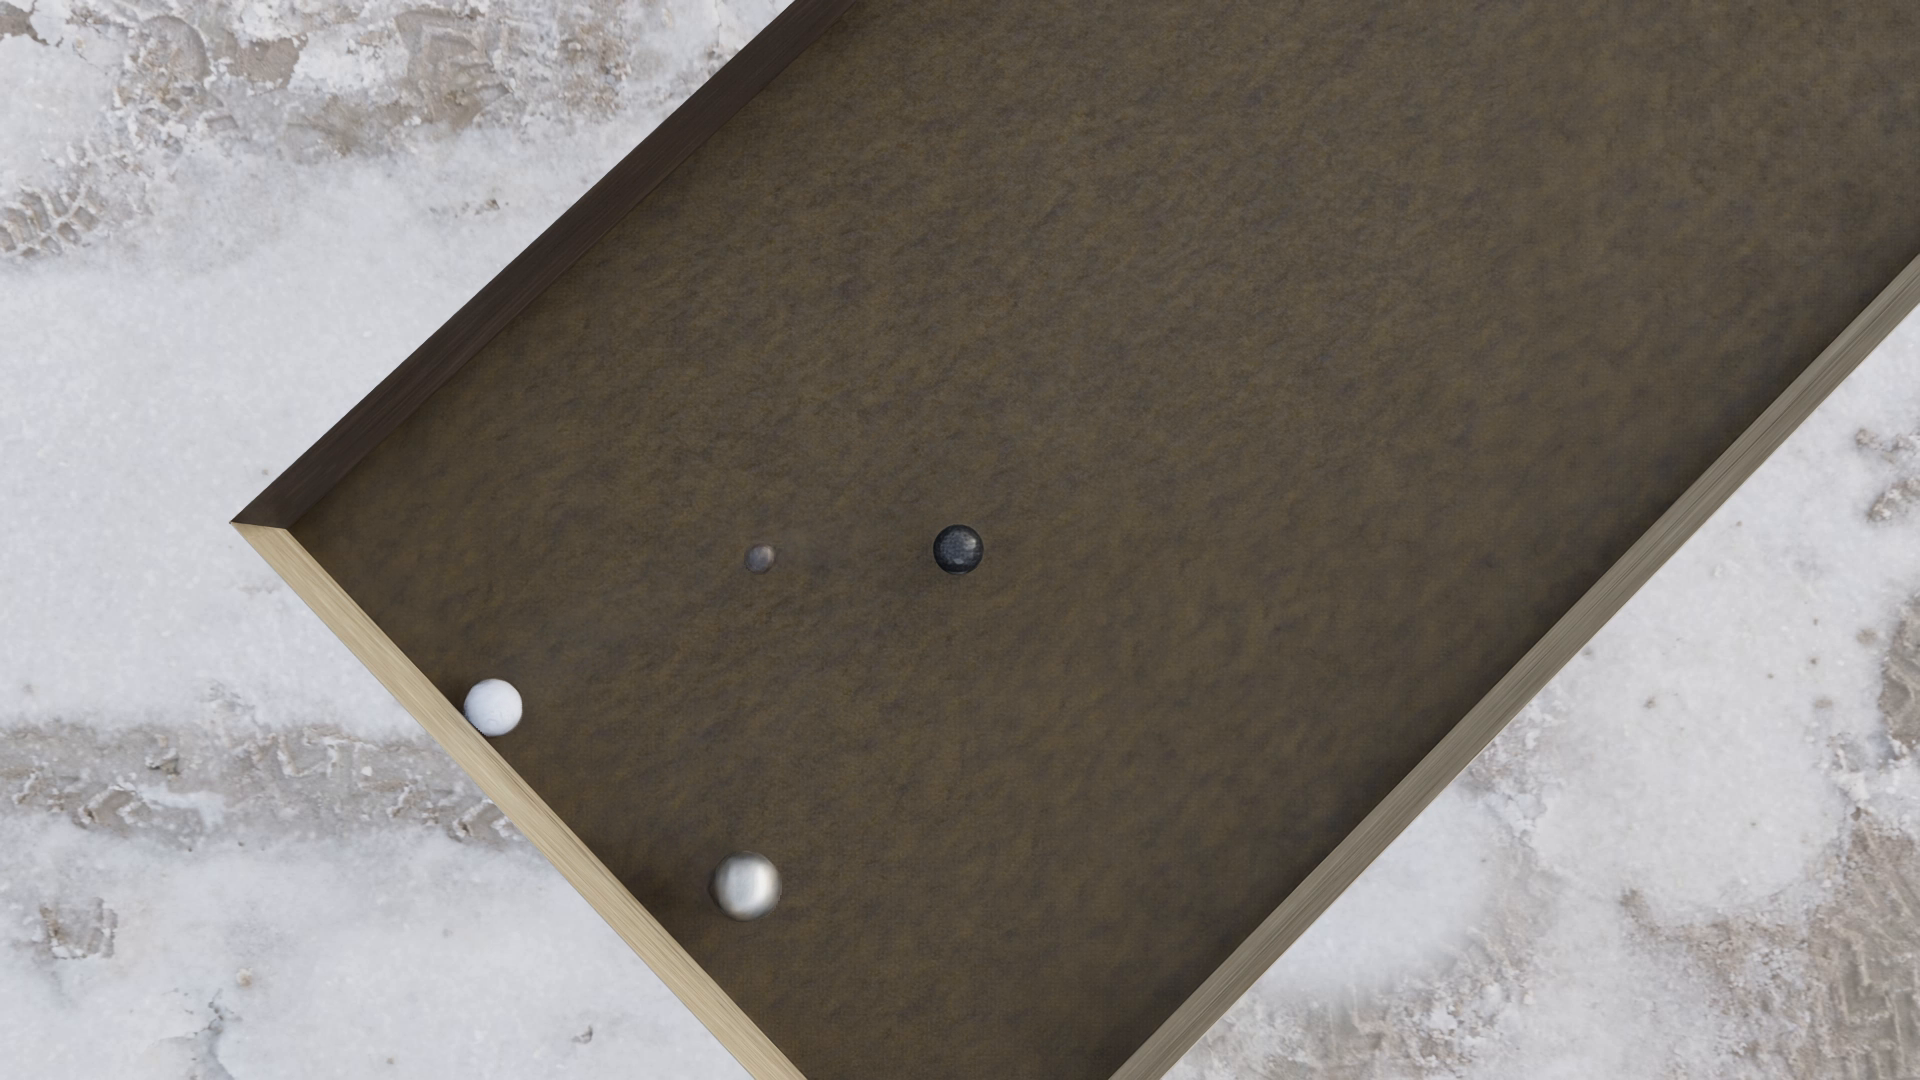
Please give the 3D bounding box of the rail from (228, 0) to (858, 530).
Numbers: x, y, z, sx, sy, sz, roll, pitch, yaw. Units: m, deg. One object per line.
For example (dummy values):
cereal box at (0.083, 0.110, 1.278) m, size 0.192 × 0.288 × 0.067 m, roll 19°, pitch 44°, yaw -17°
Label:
rail at (0.024, -1.034, 3.404) m, size 2.990 × 0.130 × 0.045 m, roll -44°, pitch 84°, yaw -6°

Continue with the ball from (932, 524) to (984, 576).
ball at (-0.002, 0.014, 3.268) m, size 0.076 × 0.076 × 0.076 m, roll 0°, pitch 81°, yaw 0°

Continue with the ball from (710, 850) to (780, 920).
ball at (-0.311, 0.500, 3.180) m, size 0.100 × 0.100 × 0.100 m, roll 0°, pitch 81°, yaw 0°

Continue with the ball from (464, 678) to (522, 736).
ball at (-0.685, 0.246, 3.227) m, size 0.085 × 0.085 × 0.085 m, roll 0°, pitch 81°, yaw 0°

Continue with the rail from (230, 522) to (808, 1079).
rail at (-0.516, 0.496, 3.164) m, size 0.045 × 0.130 × 1.500 m, roll -44°, pitch 84°, yaw -6°

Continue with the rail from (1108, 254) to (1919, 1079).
rail at (1.042, -0.011, 3.244) m, size 2.990 × 0.130 × 0.045 m, roll -44°, pitch 84°, yaw -6°

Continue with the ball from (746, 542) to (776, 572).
ball at (-0.296, 0.026, 3.282) m, size 0.045 × 0.045 × 0.045 m, roll 0°, pitch 81°, yaw 0°
